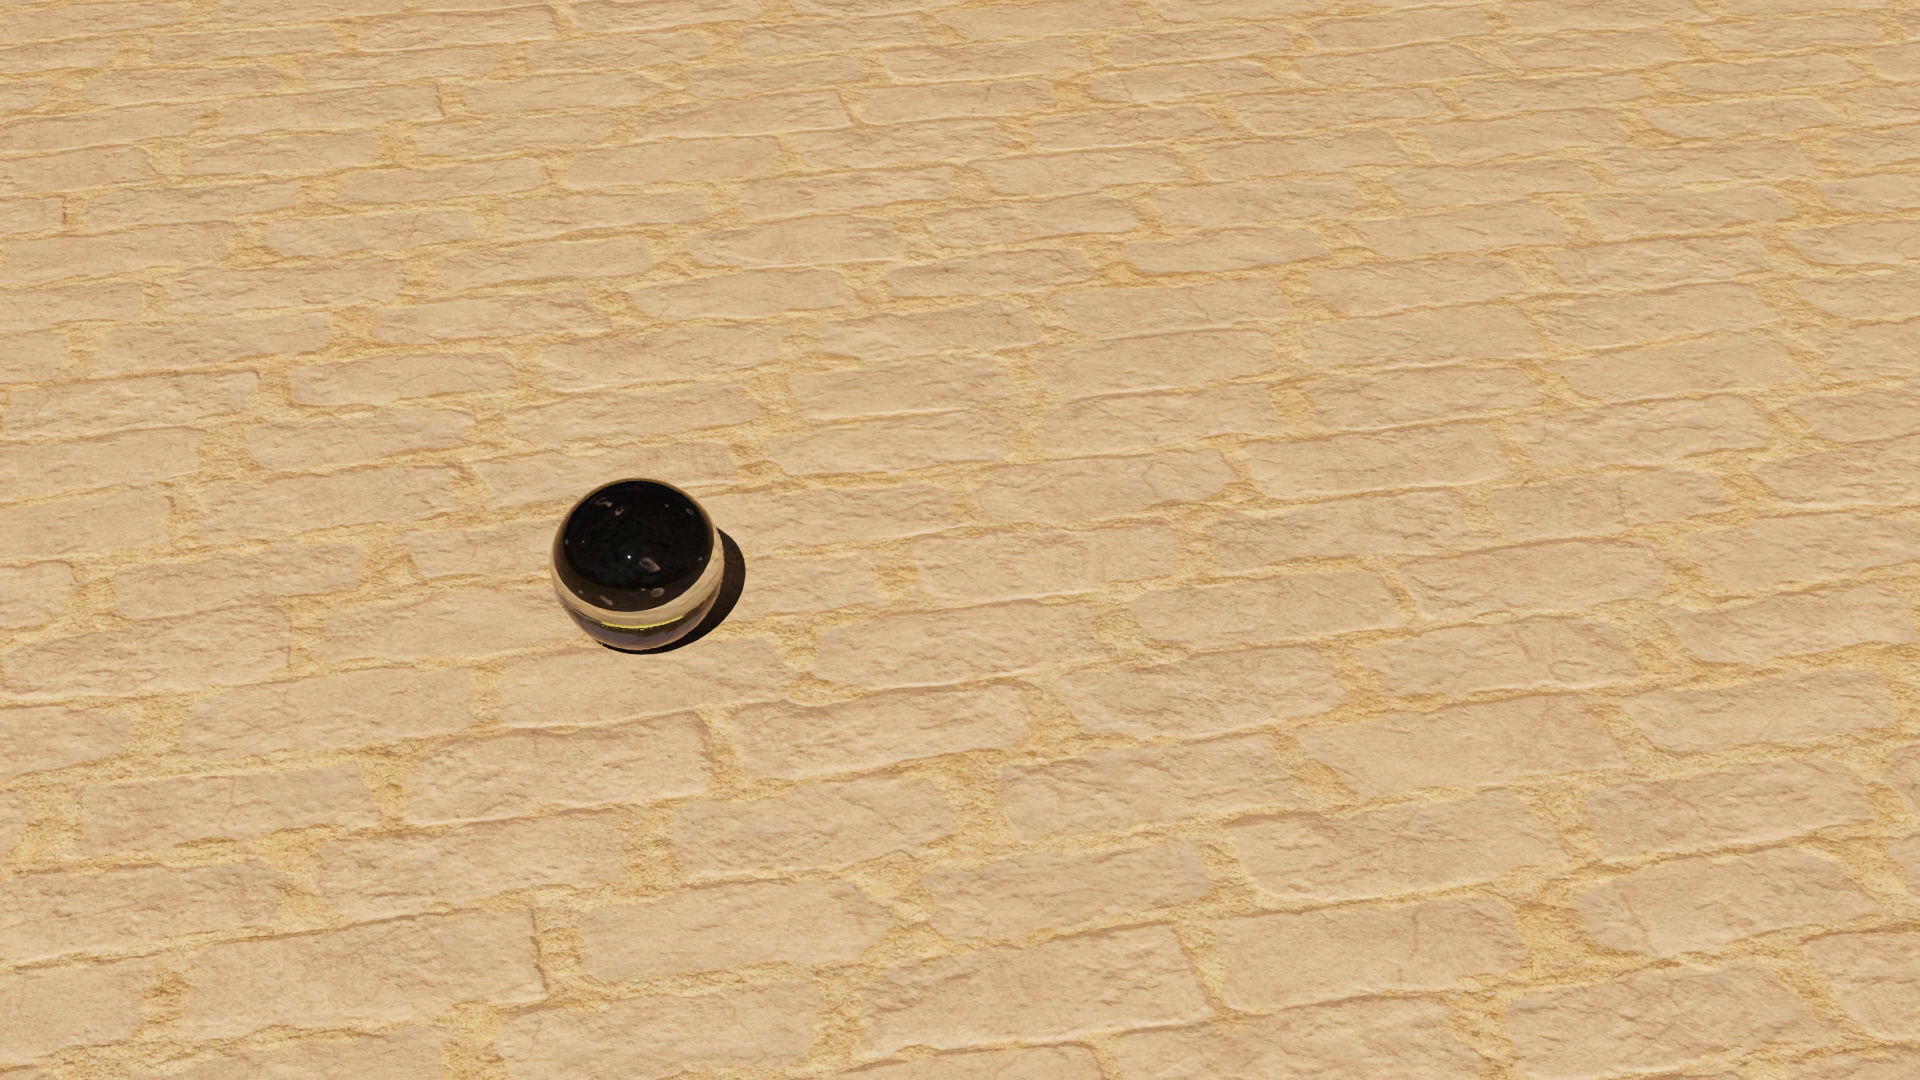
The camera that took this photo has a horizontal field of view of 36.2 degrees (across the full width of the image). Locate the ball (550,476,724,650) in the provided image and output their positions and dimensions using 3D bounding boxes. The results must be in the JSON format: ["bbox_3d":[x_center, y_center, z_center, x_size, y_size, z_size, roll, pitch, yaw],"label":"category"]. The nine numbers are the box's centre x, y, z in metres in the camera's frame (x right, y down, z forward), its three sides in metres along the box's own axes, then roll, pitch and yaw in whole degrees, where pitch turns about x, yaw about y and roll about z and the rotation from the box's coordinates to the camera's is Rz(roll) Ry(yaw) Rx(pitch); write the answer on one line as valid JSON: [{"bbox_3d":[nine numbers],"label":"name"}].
[{"bbox_3d":[-0.172,0.013,1.566,0.092,0.092,0.092,0,32,0],"label":"ball"}]
